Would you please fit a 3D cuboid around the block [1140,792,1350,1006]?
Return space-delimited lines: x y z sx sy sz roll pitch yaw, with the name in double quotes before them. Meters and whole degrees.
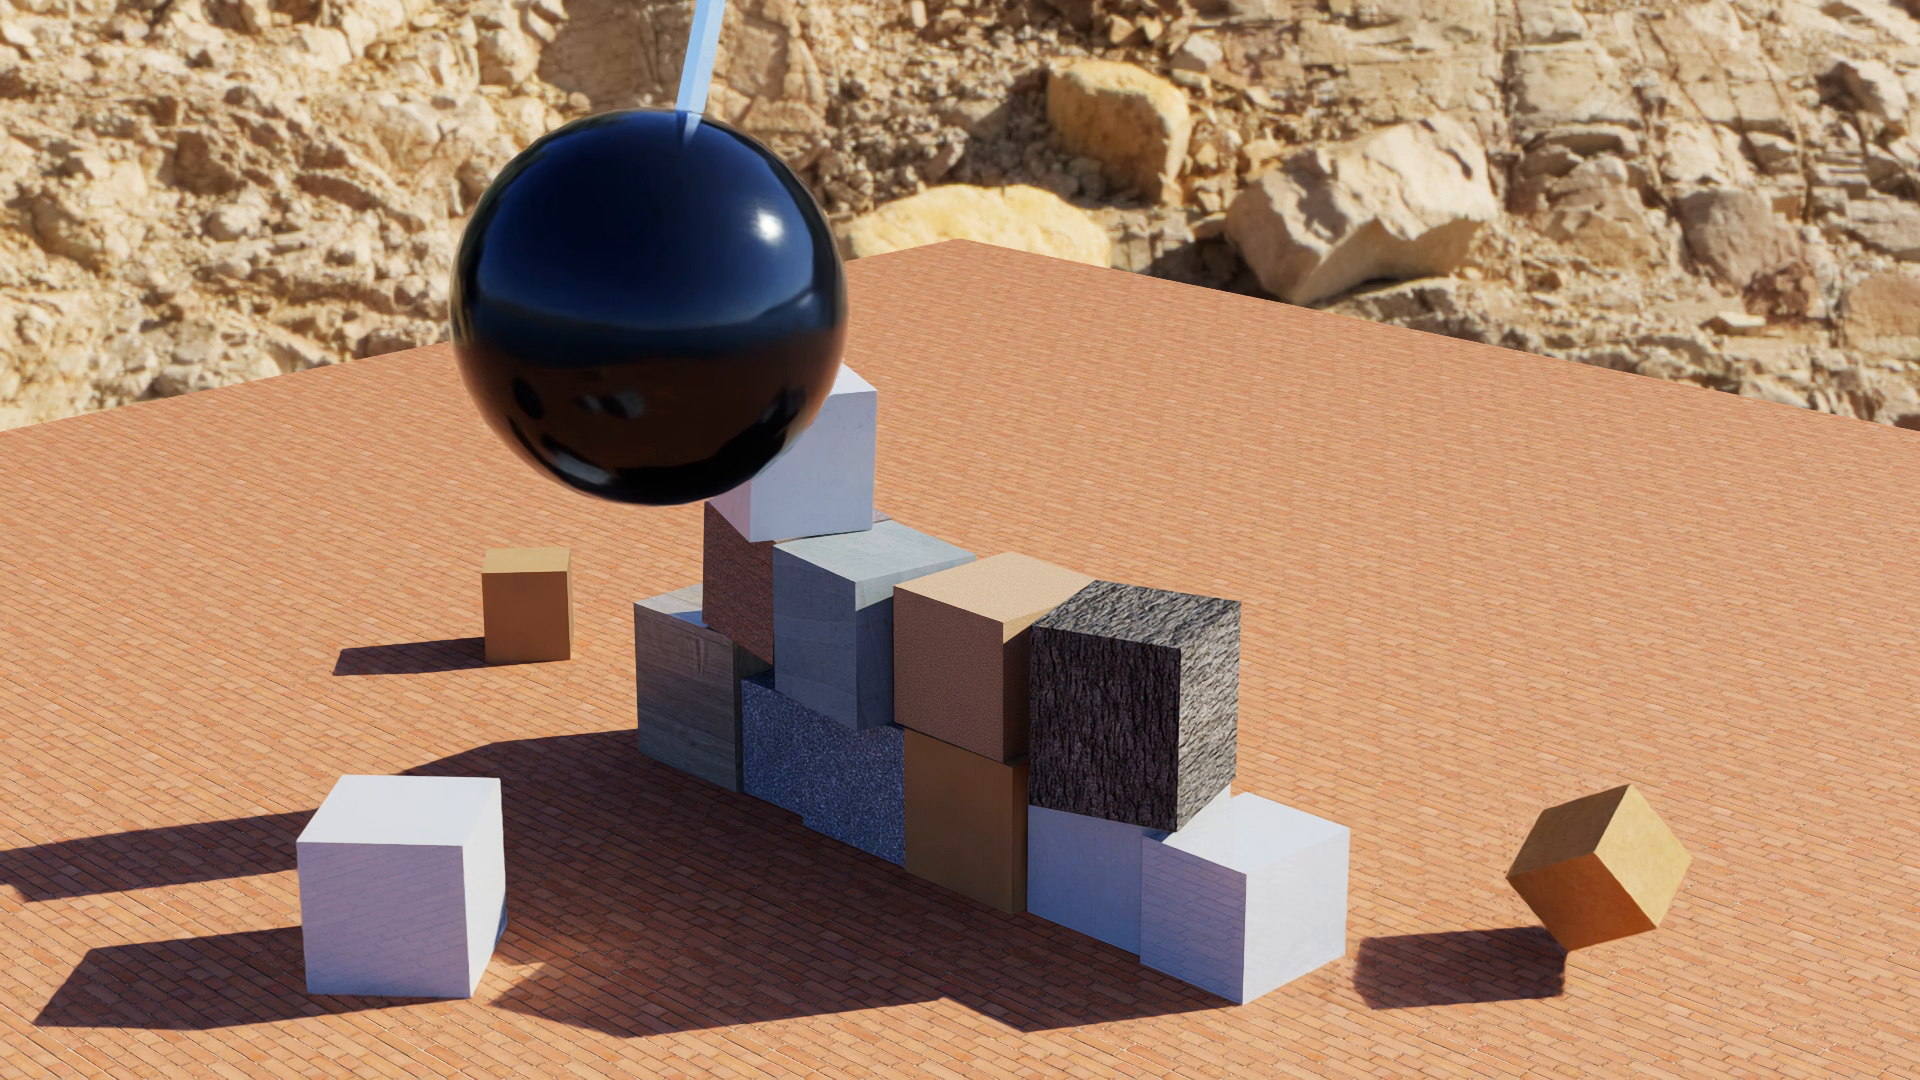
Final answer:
"block" 1.215 1.520 12.524 0.684 0.591 0.572 -17 24 -42

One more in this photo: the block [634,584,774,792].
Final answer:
"block" -1.120 0.704 14.760 0.754 0.807 0.697 17 24 42

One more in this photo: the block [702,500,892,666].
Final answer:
"block" -0.791 0.146 14.175 0.666 0.626 0.630 -12 25 -35

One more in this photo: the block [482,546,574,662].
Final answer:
"block" -2.405 0.356 16.346 0.464 0.518 0.445 -1 17 -4

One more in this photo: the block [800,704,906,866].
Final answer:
"block" -0.239 1.043 13.906 0.722 0.671 0.726 -17 24 -42

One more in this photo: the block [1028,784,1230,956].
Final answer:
"block" 0.744 1.354 12.969 0.653 0.641 0.601 16 23 41

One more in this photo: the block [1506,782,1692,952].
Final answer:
"block" 2.740 1.407 12.577 0.510 0.447 0.440 -27 19 49

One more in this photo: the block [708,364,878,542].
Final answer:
"block" -0.810 -0.452 13.892 0.617 0.689 0.649 -6 22 -23

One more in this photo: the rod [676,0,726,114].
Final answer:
"rod" -0.539 -4.242 11.444 0.080 5.200 0.080 17 7 42

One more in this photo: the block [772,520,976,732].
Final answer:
"block" -0.398 0.388 13.676 0.680 0.716 0.677 -13 21 -35

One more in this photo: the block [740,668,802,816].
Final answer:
"block" -0.683 0.950 14.340 0.564 0.590 0.514 -17 24 -42

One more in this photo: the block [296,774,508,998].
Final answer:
"block" -2.368 1.469 12.516 0.694 0.692 0.736 1 17 3

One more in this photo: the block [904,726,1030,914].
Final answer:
"block" 0.258 1.179 13.420 0.682 0.704 0.764 17 24 42

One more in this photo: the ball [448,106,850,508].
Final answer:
"ball" -1.243 -0.929 11.747 1.600 1.600 1.600 0 17 0

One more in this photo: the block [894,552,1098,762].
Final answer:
"block" 0.209 0.516 13.266 0.734 0.653 0.705 -16 24 -41

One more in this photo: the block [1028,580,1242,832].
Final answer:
"block" 0.754 0.701 12.613 0.685 0.817 0.684 8 19 25
